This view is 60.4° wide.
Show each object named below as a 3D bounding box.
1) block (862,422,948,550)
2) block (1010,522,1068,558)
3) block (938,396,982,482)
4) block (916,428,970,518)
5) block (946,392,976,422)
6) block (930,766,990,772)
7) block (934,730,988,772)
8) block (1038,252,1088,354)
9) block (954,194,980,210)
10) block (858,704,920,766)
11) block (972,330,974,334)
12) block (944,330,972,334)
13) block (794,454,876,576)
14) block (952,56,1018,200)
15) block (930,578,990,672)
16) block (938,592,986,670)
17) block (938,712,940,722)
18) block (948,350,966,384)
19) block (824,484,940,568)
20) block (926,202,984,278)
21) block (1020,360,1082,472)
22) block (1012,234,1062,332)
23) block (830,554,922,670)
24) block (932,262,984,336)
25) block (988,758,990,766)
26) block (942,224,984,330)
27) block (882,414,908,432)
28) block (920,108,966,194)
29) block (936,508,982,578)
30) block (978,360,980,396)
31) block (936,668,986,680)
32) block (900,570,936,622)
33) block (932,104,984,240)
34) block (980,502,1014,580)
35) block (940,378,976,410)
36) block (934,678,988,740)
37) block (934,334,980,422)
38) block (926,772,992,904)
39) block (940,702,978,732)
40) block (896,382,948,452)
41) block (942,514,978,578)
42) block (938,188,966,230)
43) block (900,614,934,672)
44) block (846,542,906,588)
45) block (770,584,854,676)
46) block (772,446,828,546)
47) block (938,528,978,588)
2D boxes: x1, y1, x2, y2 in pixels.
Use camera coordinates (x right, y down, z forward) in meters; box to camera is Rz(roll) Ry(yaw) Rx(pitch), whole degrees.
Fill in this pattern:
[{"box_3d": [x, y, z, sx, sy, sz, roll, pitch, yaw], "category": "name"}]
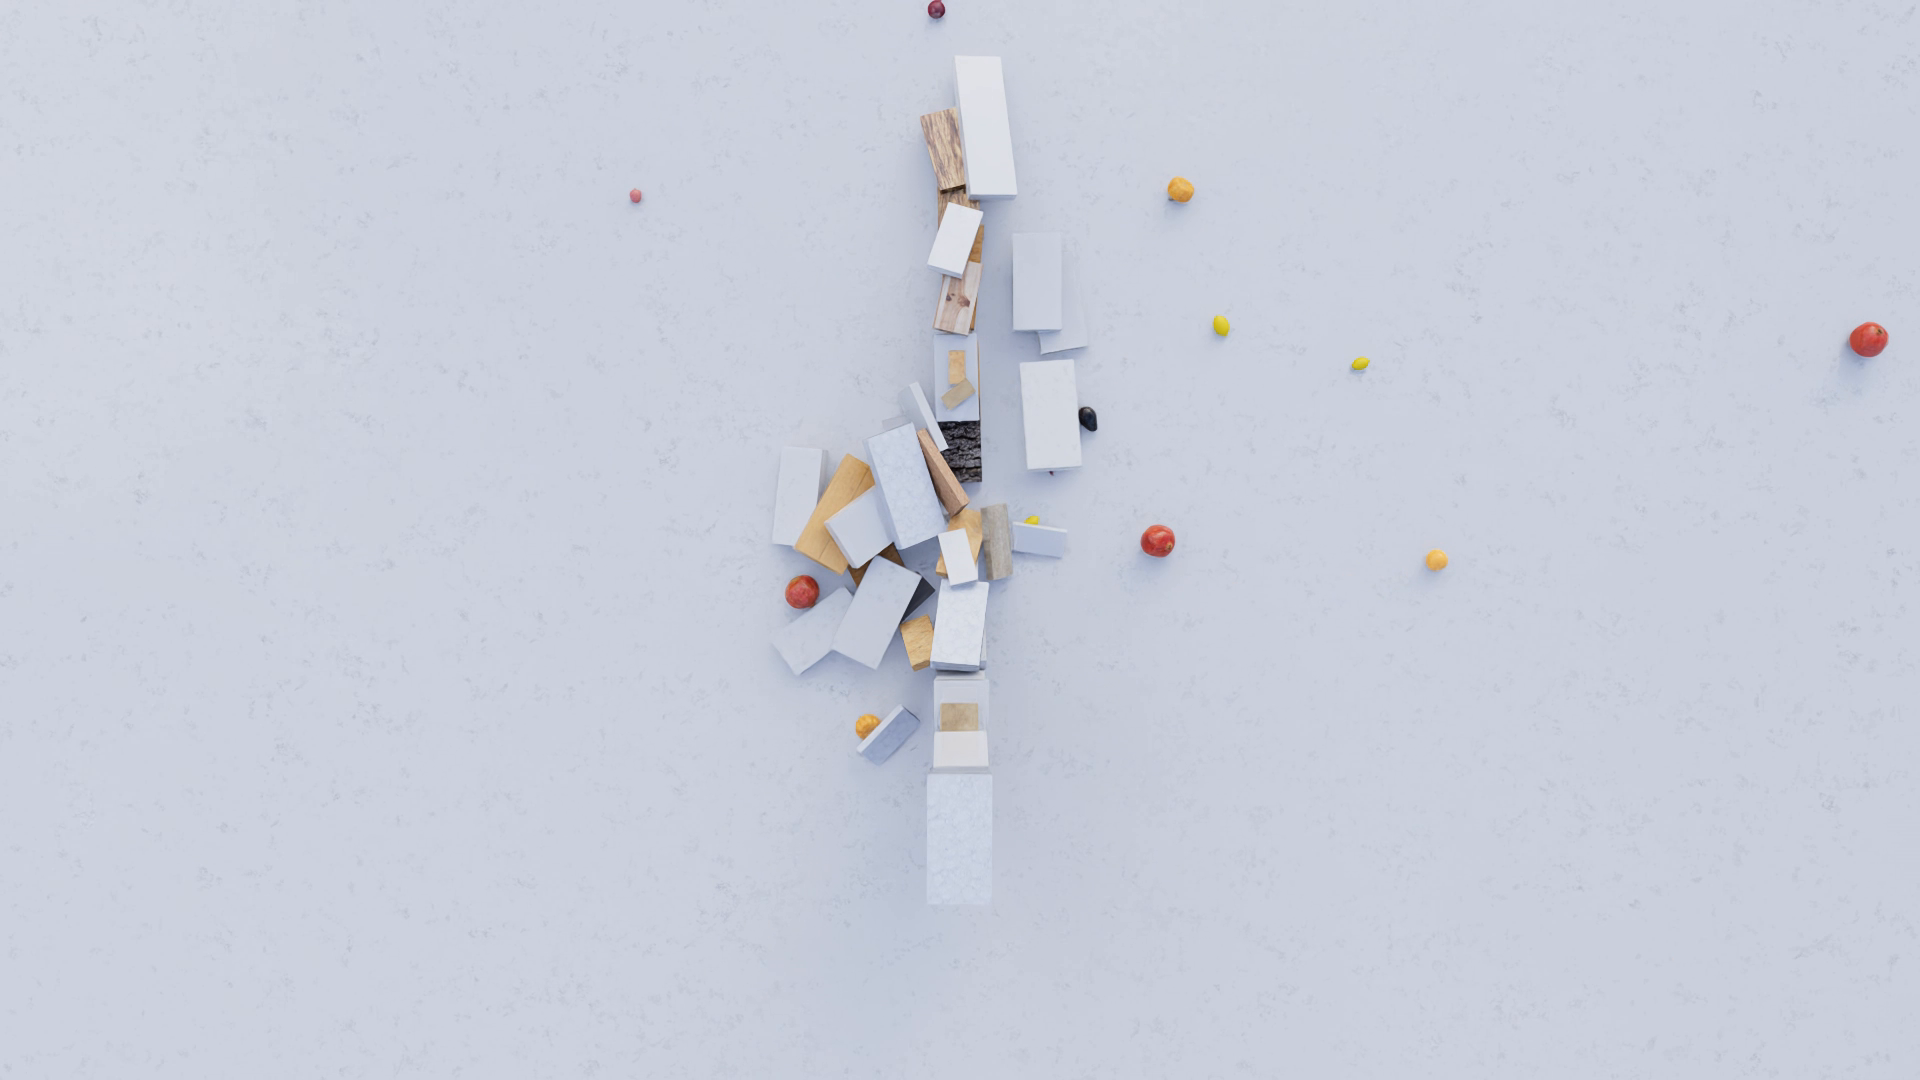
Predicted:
[{"box_3d": [-0.179, -0.176, 5.359, 0.171, 0.048, 0.375, -22, 101, -24], "category": "block"}, {"box_3d": [0.258, -0.002, 5.471, 0.182, 0.026, 0.091, 9, 113, 0], "category": "block"}, {"box_3d": [-0.001, -0.329, 5.442, 0.140, 0.040, 0.279, -2, 106, 0], "category": "block"}, {"box_3d": [-0.072, -0.218, 5.389, 0.034, 0.119, 0.285, -29, 82, -25], "category": "block"}, {"box_3d": [0.004, -0.441, 5.340, 0.053, 0.015, 0.105, 31, 99, -6], "category": "block"}, {"box_3d": [0.000, 0.693, 4.681, 0.176, 0.352, 0.050, -1, 90, 0], "category": "block"}, {"box_3d": [0.003, 0.614, 4.703, 0.152, 0.304, 0.043, -1, 102, 0], "category": "block"}, {"box_3d": [0.321, -0.786, 5.478, 0.158, 0.045, 0.315, -10, 90, 0], "category": "block"}, {"box_3d": [0.023, -1.040, 5.375, 0.086, 0.024, 0.171, -2, 87, 0], "category": "block"}, {"box_3d": [-0.236, 0.645, 5.455, 0.205, 0.029, 0.103, -46, 131, 0], "category": "block"}, {"box_3d": [0.001, -0.682, 5.456, 0.094, 0.027, 0.187, 1, 104, 0], "category": "block"}, {"box_3d": [-0.006, -0.714, 5.401, 0.094, 0.027, 0.187, 0, 98, 0], "category": "block"}, {"box_3d": [-0.381, -0.084, 5.395, 0.179, 0.051, 0.357, 30, 78, -11], "category": "block"}, {"box_3d": [0.079, -1.351, 5.405, 0.158, 0.045, 0.492, -3, 77, -16], "category": "block"}, {"box_3d": [0.000, 0.272, 5.294, 0.155, 0.044, 0.310, 5, 56, 4], "category": "block"}, {"box_3d": [0.005, 0.293, 5.373, 0.155, 0.310, 0.044, -1, 134, 0], "category": "block"}, {"box_3d": [-0.007, 0.531, 4.998, 0.111, 0.222, 0.031, -2, 91, 0], "category": "block"}, {"box_3d": [-0.010, -0.557, 5.319, 0.053, 0.015, 0.105, 0, 100, 0], "category": "block"}, {"box_3d": [-0.252, -0.084, 5.381, 0.357, 0.051, 0.179, -37, 106, -20], "category": "block"}, {"box_3d": [-0.015, -0.961, 5.289, 0.117, 0.033, 0.234, 17, 72, 4], "category": "block"}, {"box_3d": [0.298, -0.410, 5.444, 0.179, 0.051, 0.361, -4, 80, 0], "category": "block"}, {"box_3d": [0.253, -0.848, 5.433, 0.158, 0.045, 0.315, 0, 90, 0], "category": "block"}, {"box_3d": [-0.278, 0.234, 5.431, 0.171, 0.048, 0.342, 26, 92, -4], "category": "block"}, {"box_3d": [-0.006, -0.781, 5.298, 0.117, 0.033, 0.234, 13, 87, 1], "category": "block"}, {"box_3d": [0.007, 0.713, 5.330, 0.170, 0.340, 0.048, 1, 91, 0], "category": "block"}, {"box_3d": [0.004, -0.854, 5.335, 0.117, 0.033, 0.339, 5, 87, 0], "category": "block"}, {"box_3d": [-0.174, -0.295, 5.483, 0.119, 0.034, 0.238, -14, 90, 0], "category": "block"}, {"box_3d": [-0.034, -1.280, 5.418, 0.133, 0.038, 0.266, -15, 80, -3], "category": "block"}, {"box_3d": [0.008, 0.014, 5.411, 0.119, 0.034, 0.238, 14, 69, 6], "category": "block"}, {"box_3d": [-0.005, -0.509, 5.427, 0.139, 0.040, 0.279, -2, 113, 0], "category": "block"}, {"box_3d": [0.001, 0.421, 5.345, 0.155, 0.310, 0.044, -2, 105, 0], "category": "block"}, {"box_3d": [-0.178, 0.197, 5.487, 0.182, 0.026, 0.091, -43, 90, 0], "category": "block"}, {"box_3d": [-0.006, -1.218, 5.481, 0.133, 0.038, 0.445, -6, 90, 0], "category": "block"}, {"box_3d": [0.121, 0.005, 5.434, 0.029, 0.103, 0.240, 3, 102, 42], "category": "block"}, {"box_3d": [-0.006, -0.470, 5.319, 0.105, 0.015, 0.053, -36, 98, 6], "category": "block"}, {"box_3d": [0.004, 0.605, 5.134, 0.170, 0.048, 0.340, 0, 91, 0], "category": "block"}, {"box_3d": [-0.011, -0.528, 5.352, 0.140, 0.040, 0.279, -2, 100, 0], "category": "block"}, {"box_3d": [-0.001, 0.810, 4.480, 0.176, 0.050, 0.352, 0, 90, 0], "category": "block"}, {"box_3d": [-0.001, 0.593, 4.872, 0.111, 0.031, 0.222, 0, 91, 0], "category": "block"}, {"box_3d": [-0.124, -0.390, 5.406, 0.034, 0.119, 0.238, -25, 90, -25], "category": "block"}, {"box_3d": [-0.001, 0.030, 5.441, 0.119, 0.034, 0.238, 0, 68, 0], "category": "block"}, {"box_3d": [-0.006, -1.032, 5.442, 0.133, 0.038, 0.266, -1, 93, 0], "category": "block"}, {"box_3d": [-0.128, 0.337, 5.412, 0.103, 0.205, 0.029, -20, 130, 0], "category": "block"}, {"box_3d": [-0.327, -0.008, 5.476, 0.171, 0.048, 0.342, -27, 90, 0], "category": "block"}, {"box_3d": [-0.462, 0.299, 5.478, 0.304, 0.043, 0.152, -36, 90, 0], "category": "block"}, {"box_3d": [-0.528, -0.142, 5.450, 0.152, 0.043, 0.324, 6, 90, 24], "category": "block"}, {"box_3d": [-0.007, 0.058, 5.362, 0.091, 0.026, 0.182, -13, 69, -5], "category": "block"}]
